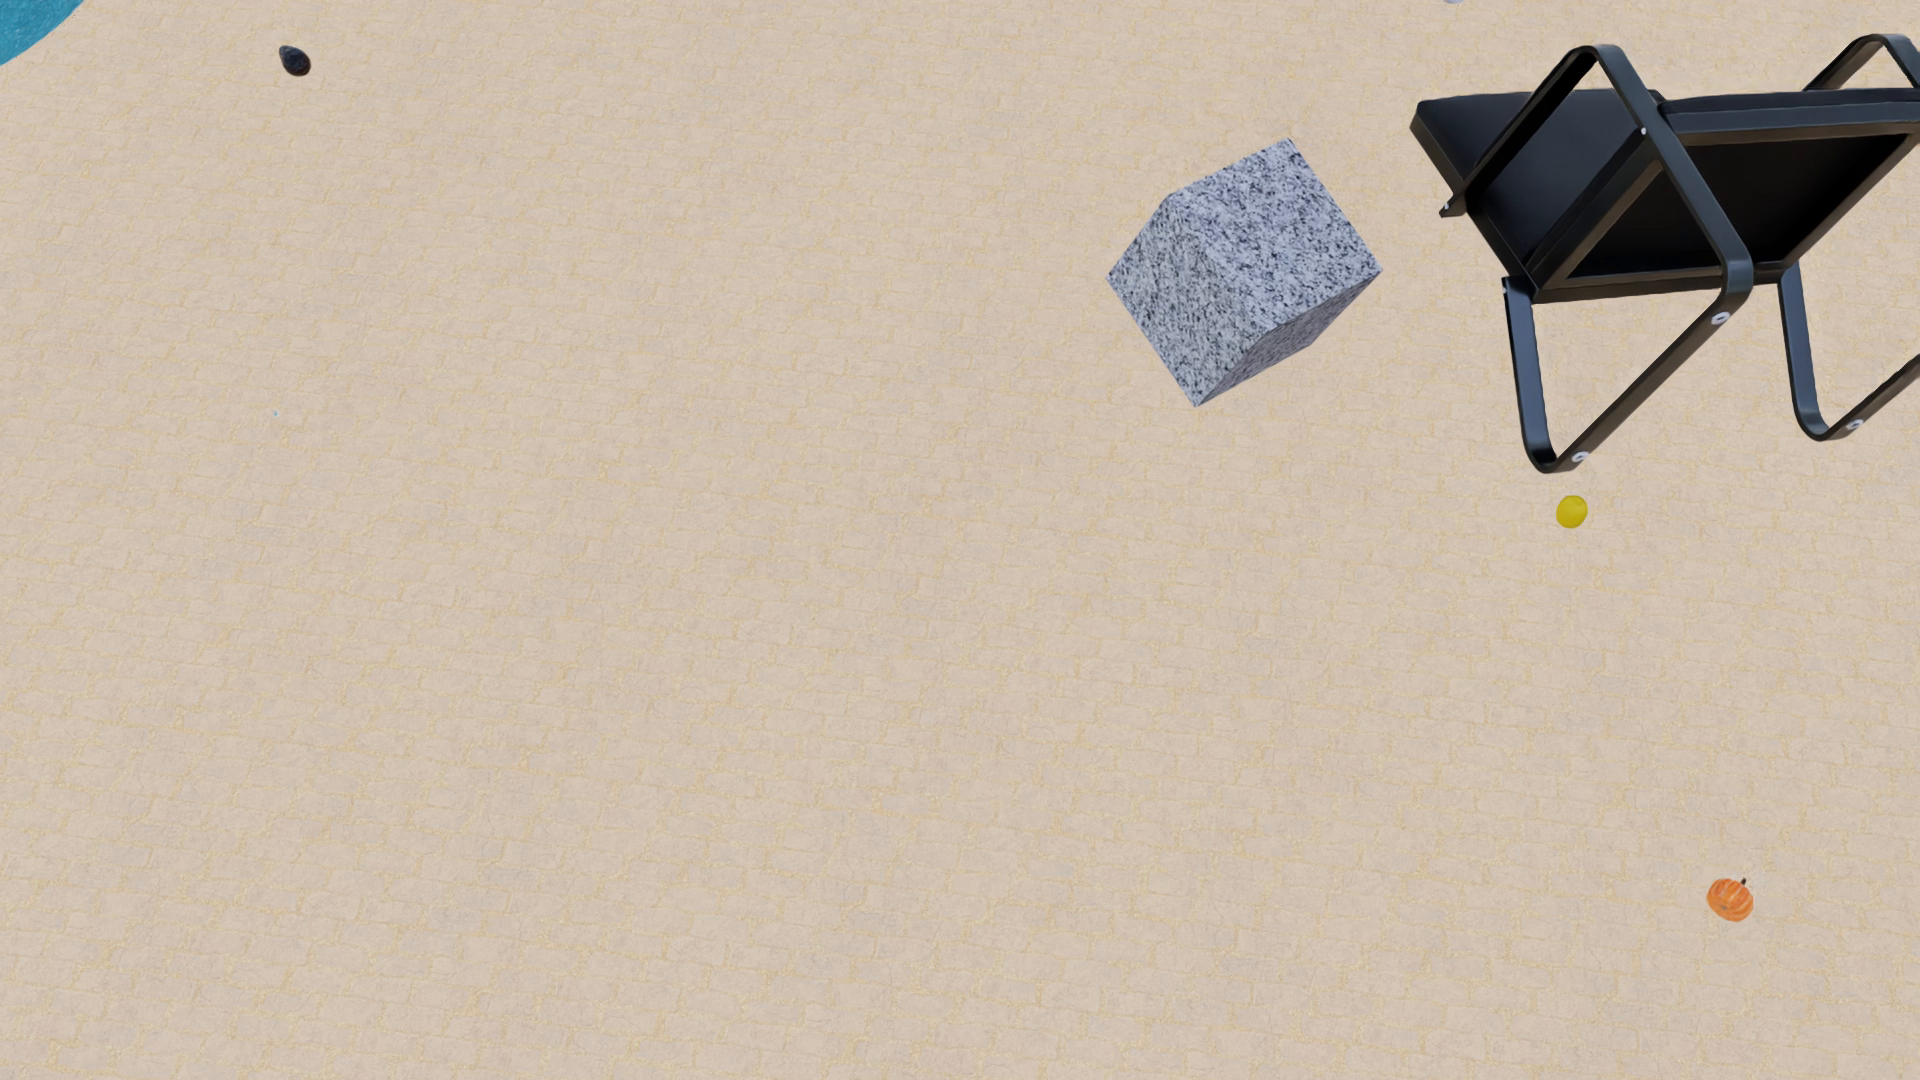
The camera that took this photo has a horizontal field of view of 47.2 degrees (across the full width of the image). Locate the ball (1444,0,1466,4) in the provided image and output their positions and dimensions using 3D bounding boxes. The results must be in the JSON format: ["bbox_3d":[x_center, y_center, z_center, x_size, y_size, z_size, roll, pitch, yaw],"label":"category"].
[{"bbox_3d":[0.950,-1.070,4.216,0.082,0.082,0.082,0,56,0],"label":"ball"}]

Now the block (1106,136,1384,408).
[{"bbox_3d":[0.535,-0.506,4.181,0.310,0.314,0.311,-29,79,-27],"label":"block"}]
